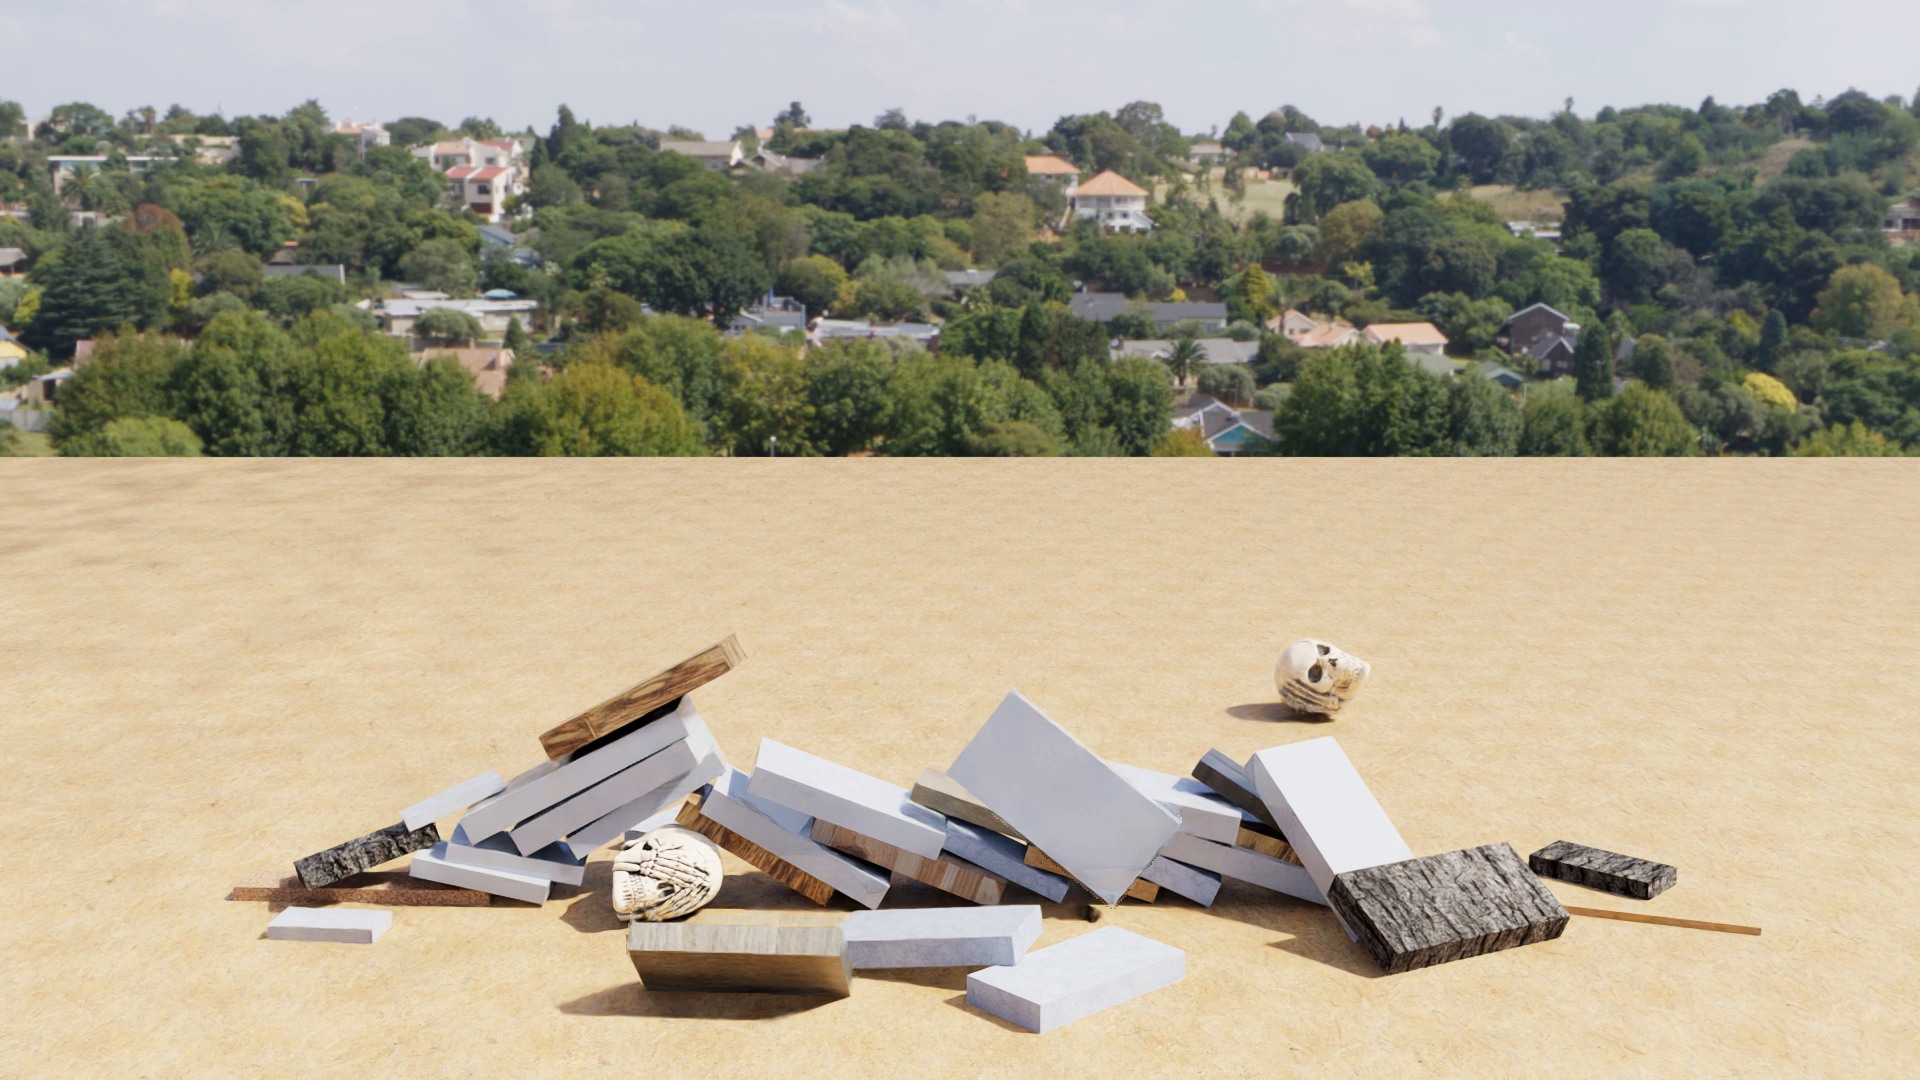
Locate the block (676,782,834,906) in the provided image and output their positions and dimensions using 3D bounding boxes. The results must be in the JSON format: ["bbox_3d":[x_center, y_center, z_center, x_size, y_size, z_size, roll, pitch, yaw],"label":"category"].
[{"bbox_3d":[-0.330,0.501,3.655,0.283,0.040,0.141,30,9,-2],"label":"block"}]

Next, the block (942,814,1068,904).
[{"bbox_3d":[0.073,0.526,3.667,0.224,0.032,0.112,26,10,-3],"label":"block"}]

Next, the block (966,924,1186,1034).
[{"bbox_3d":[0.174,0.646,3.250,0.305,0.043,0.153,-10,14,-42],"label":"block"}]

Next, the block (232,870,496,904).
[{"bbox_3d":[-0.985,0.579,3.664,0.427,0.024,0.086,0,11,2],"label":"block"}]

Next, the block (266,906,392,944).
[{"bbox_3d":[-0.999,0.611,3.488,0.171,0.024,0.086,1,11,5],"label":"block"}]

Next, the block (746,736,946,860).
[{"bbox_3d":[-0.185,0.424,3.623,0.328,0.046,0.164,21,10,-6],"label":"block"}]

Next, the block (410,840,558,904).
[{"bbox_3d":[-0.786,0.548,3.648,0.224,0.032,0.112,12,9,-1],"label":"block"}]

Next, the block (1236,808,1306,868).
[{"bbox_3d":[0.562,0.508,3.647,0.217,0.031,0.108,18,11,4],"label":"block"}]

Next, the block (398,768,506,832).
[{"bbox_3d":[-0.851,0.436,3.685,0.171,0.024,0.086,-24,10,-18],"label":"block"}]

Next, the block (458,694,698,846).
[{"bbox_3d":[-0.632,0.378,3.671,0.401,0.047,0.167,-27,7,2],"label":"block"}]

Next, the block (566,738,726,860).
[{"bbox_3d":[-0.524,0.431,3.687,0.283,0.040,0.141,-31,7,-3],"label":"block"}]

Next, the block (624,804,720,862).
[{"bbox_3d":[-0.460,0.513,3.973,0.141,0.040,0.283,6,12,31],"label":"block"}]

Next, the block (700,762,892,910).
[{"bbox_3d":[-0.266,0.489,3.644,0.328,0.046,0.164,30,9,-3],"label":"block"}]

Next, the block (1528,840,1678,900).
[{"bbox_3d":[1.093,0.561,3.742,0.217,0.031,0.108,9,14,41],"label":"block"}]

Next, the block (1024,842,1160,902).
[{"bbox_3d":[0.220,0.541,3.672,0.224,0.032,0.112,17,10,2],"label":"block"}]

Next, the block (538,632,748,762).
[{"bbox_3d":[-0.523,0.260,3.651,0.334,0.047,0.167,-27,2,5],"label":"block"}]

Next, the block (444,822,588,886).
[{"bbox_3d":[-0.736,0.523,3.667,0.224,0.032,0.112,11,9,-6],"label":"block"}]

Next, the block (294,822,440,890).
[{"bbox_3d":[-0.985,0.518,3.653,0.224,0.032,0.112,-20,9,-22],"label":"block"}]

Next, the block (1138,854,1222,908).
[{"bbox_3d":[0.277,0.501,3.675,0.324,0.046,0.162,24,11,1],"label":"block"}]

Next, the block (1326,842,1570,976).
[{"bbox_3d":[0.764,0.572,3.435,0.343,0.049,0.171,-5,39,-27],"label":"block"}]

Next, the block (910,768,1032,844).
[{"bbox_3d":[0.035,0.446,3.695,0.224,0.032,0.112,19,10,7],"label":"block"}]

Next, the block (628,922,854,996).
[{"bbox_3d":[-0.316,0.609,3.194,0.305,0.043,0.153,1,-33,5],"label":"block"}]

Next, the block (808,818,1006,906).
[{"bbox_3d":[-0.083,0.508,3.661,0.328,0.046,0.164,21,10,-2],"label":"block"}]

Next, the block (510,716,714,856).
[{"bbox_3d":[-0.578,0.409,3.669,0.334,0.047,0.167,-28,7,6],"label":"block"}]

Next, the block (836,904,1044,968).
[{"bbox_3d":[-0.042,0.604,3.347,0.305,0.043,0.153,-5,7,19],"label":"block"}]

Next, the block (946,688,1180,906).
[{"bbox_3d":[0.166,0.414,3.554,0.343,0.171,0.049,38,4,3],"label":"block"}]

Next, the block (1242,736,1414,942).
[{"bbox_3d":[0.621,0.480,3.568,0.171,0.049,0.347,-7,51,-33],"label":"block"}]

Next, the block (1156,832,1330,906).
[{"bbox_3d":[0.486,0.522,3.663,0.324,0.046,0.162,17,11,1],"label":"block"}]

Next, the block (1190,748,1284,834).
[{"bbox_3d":[0.493,0.427,3.660,0.217,0.031,0.108,32,14,11],"label":"block"}]

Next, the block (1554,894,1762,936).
[{"bbox_3d":[1.054,0.601,3.574,0.467,0.014,0.049,4,11,20],"label":"block"}]

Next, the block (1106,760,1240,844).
[{"bbox_3d":[0.302,0.425,3.653,0.324,0.046,0.162,12,11,5],"label":"block"}]
